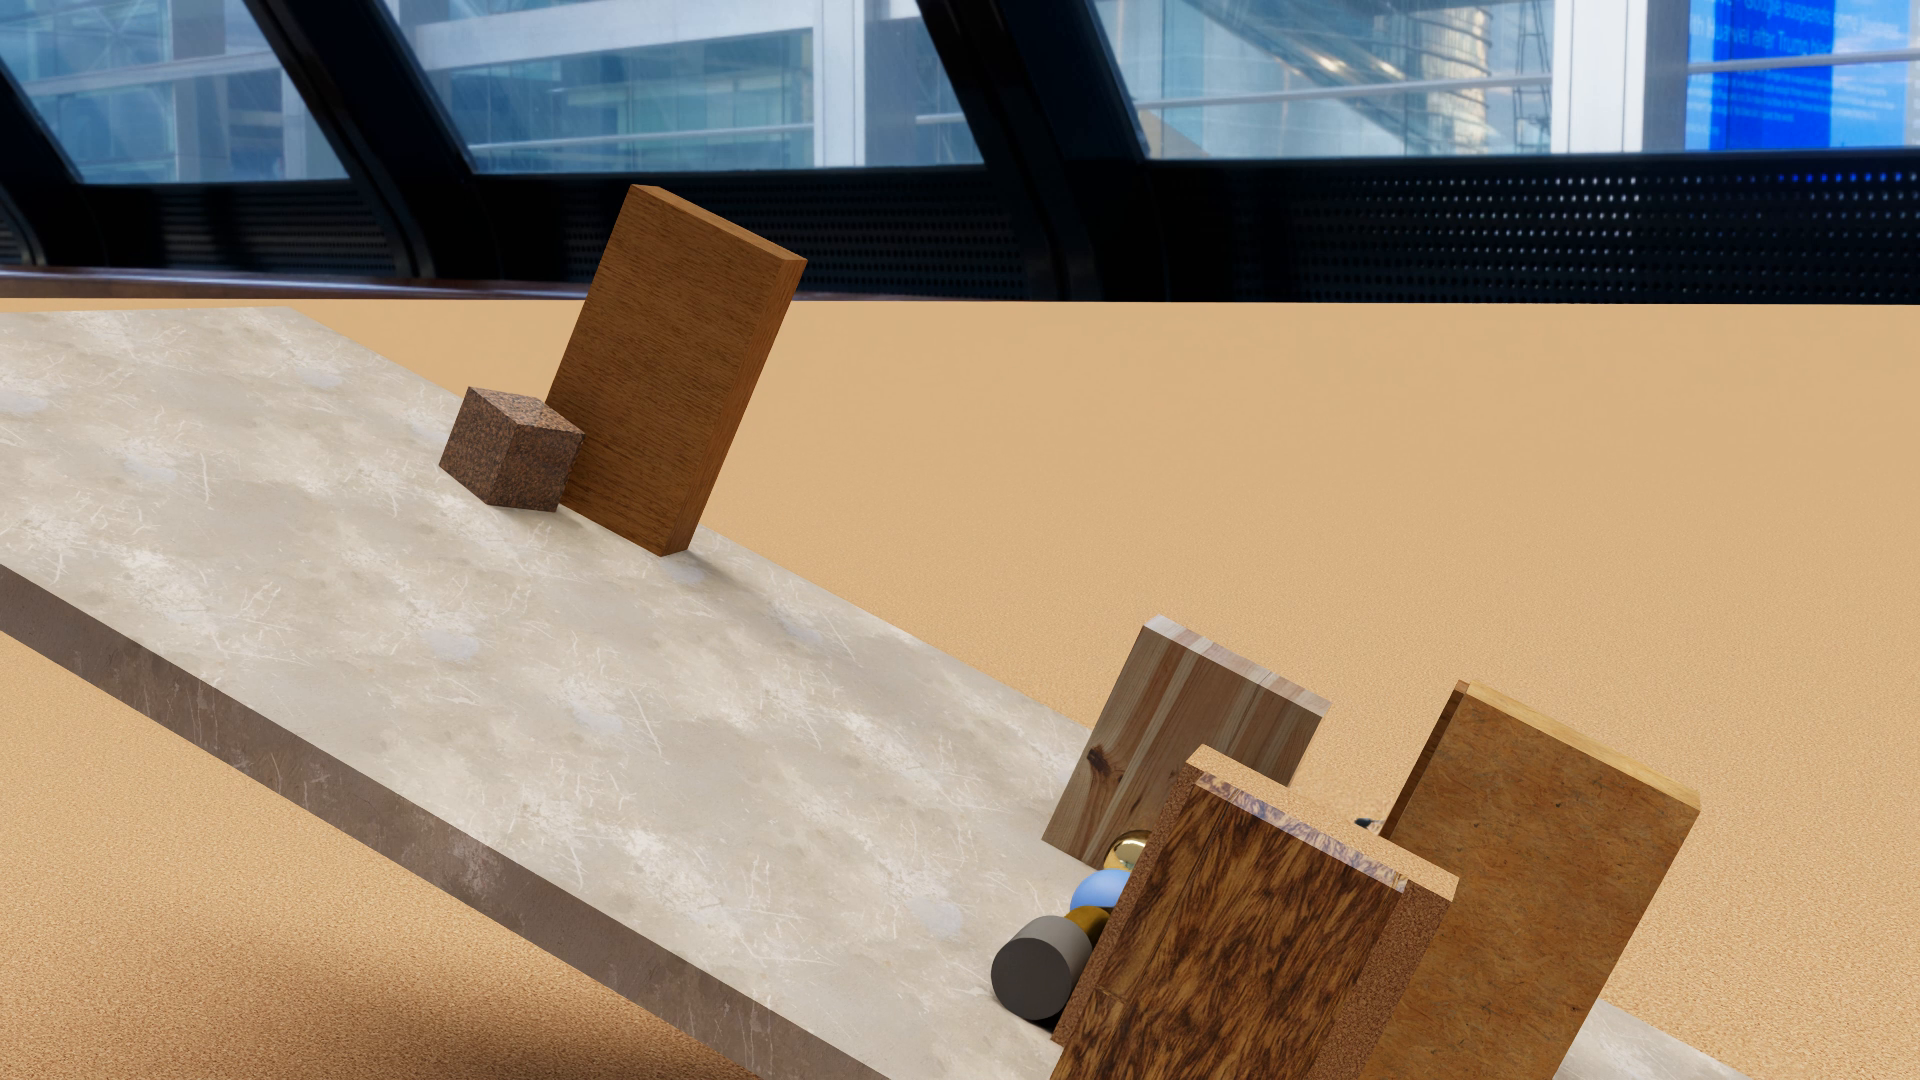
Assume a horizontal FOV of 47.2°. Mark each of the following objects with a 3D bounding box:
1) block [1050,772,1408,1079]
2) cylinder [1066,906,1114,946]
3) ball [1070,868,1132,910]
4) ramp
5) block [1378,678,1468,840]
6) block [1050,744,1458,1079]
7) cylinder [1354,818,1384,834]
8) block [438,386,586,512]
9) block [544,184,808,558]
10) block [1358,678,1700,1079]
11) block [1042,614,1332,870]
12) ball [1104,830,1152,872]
[{"bbox_3d":[0.367,0.651,3.132,0.318,0.552,0.082,27,14,12],"label":"block"},{"bbox_3d":[0.265,0.690,3.649,0.163,0.163,0.163,7,-3,45],"label":"cylinder"},{"bbox_3d":[0.267,0.649,3.834,0.151,0.151,0.151,0,7,0],"label":"ball"},{"bbox_3d":[-0.270,0.462,4.173,4.000,0.100,2.000,27,14,12],"label":"ramp"},{"bbox_3d":[0.981,0.607,4.295,0.310,0.584,0.112,27,14,12],"label":"block"},{"bbox_3d":[0.451,0.648,3.397,0.439,0.502,0.136,27,14,12],"label":"block"},{"bbox_3d":[1.287,0.953,6.595,0.210,0.210,0.210,5,9,37],"label":"cylinder"},{"bbox_3d":[-0.986,-0.198,4.840,0.194,0.194,0.194,34,16,36],"label":"block"},{"bbox_3d":[-0.673,-0.379,4.928,0.394,0.723,0.146,27,14,12],"label":"block"},{"bbox_3d":[0.878,0.648,3.681,0.406,0.712,0.137,27,14,12],"label":"block"},{"bbox_3d":[0.434,0.444,4.219,0.373,0.472,0.144,27,14,12],"label":"block"},{"bbox_3d":[0.339,0.614,4.118,0.143,0.143,0.143,0,7,0],"label":"ball"}]
